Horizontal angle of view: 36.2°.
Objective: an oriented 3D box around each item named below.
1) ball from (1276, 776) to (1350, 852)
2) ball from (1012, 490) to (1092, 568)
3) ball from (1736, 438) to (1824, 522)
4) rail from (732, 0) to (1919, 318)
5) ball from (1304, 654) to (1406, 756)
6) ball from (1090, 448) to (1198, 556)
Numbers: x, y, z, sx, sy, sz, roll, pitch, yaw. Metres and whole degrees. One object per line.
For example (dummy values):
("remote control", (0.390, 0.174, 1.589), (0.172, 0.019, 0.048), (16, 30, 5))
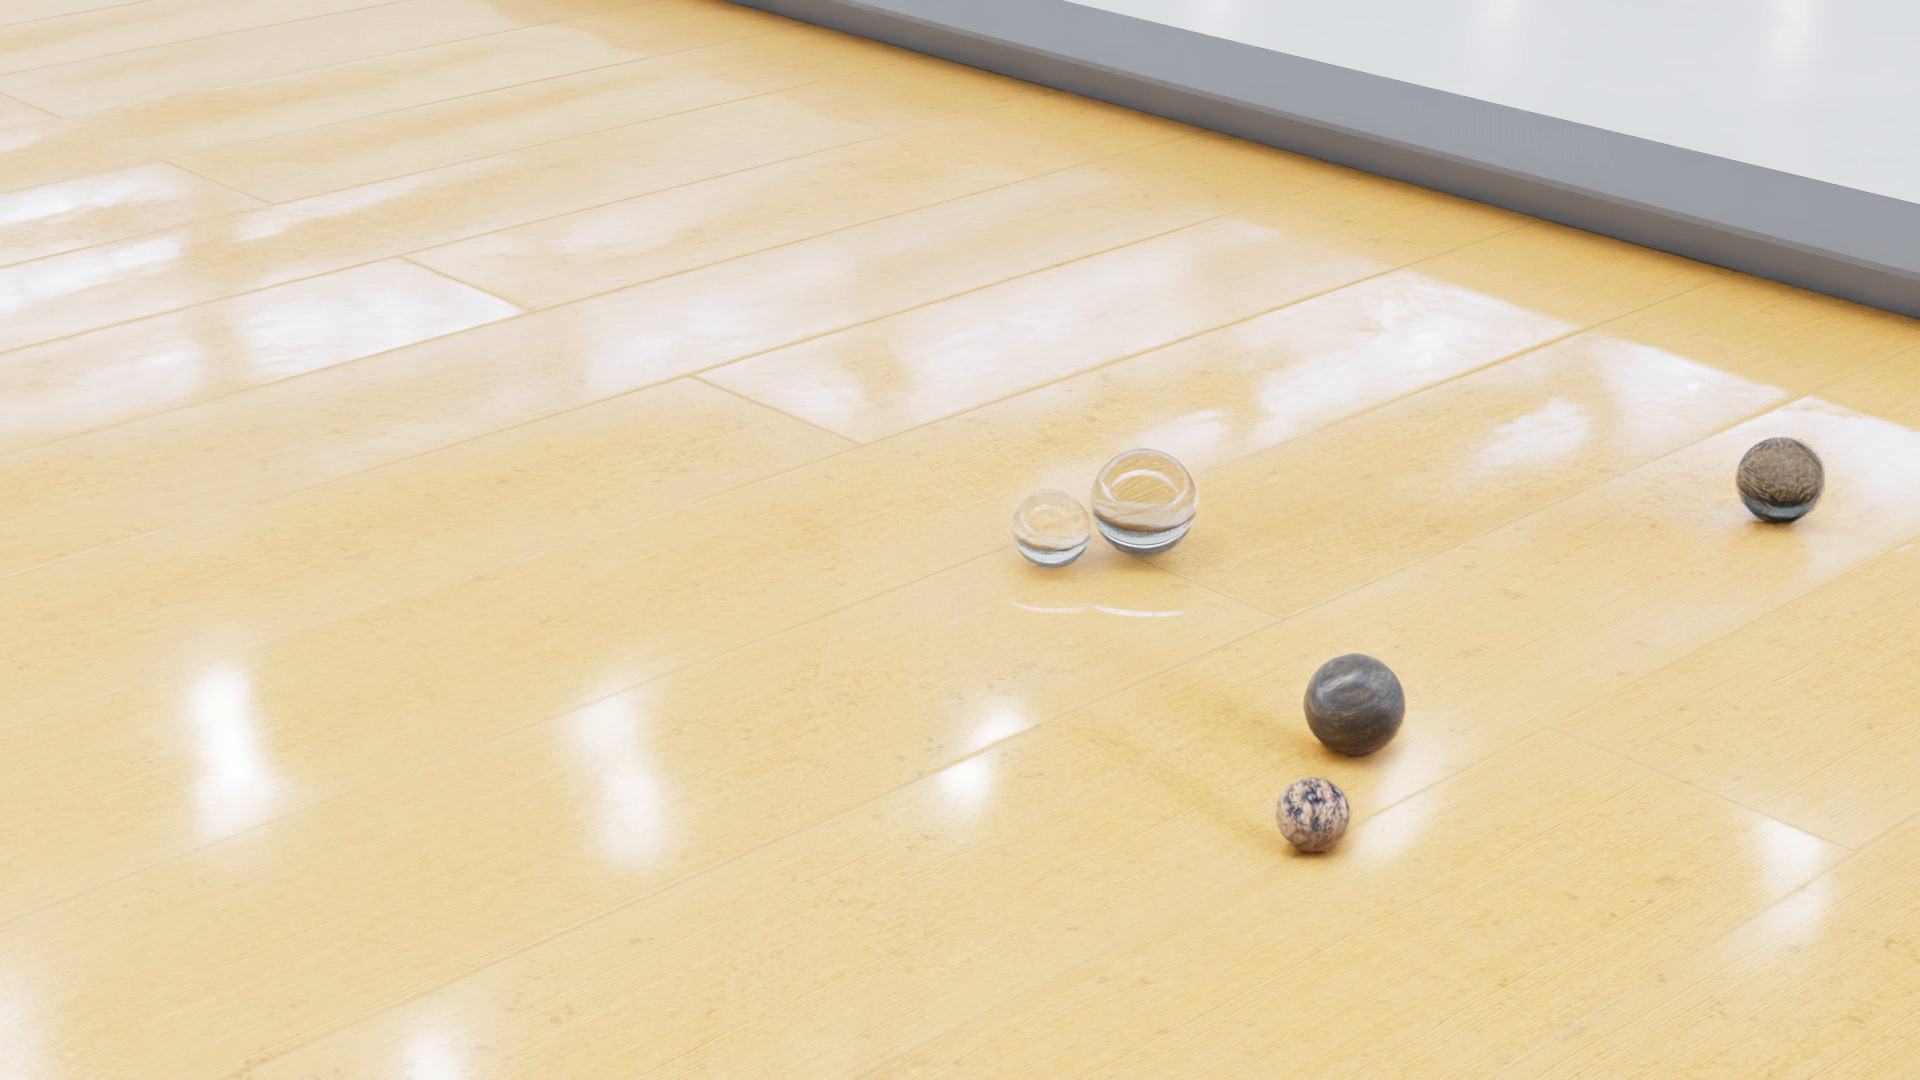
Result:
("ball", (0.233, 0.181, 1.944), (0.050, 0.050, 0.050), (0, 23, 0))
("ball", (0.073, -0.009, 2.365), (0.064, 0.064, 0.064), (0, 23, 0))
("ball", (0.683, -0.050, 2.451), (0.072, 0.072, 0.072), (0, 23, 0))
("rail", (0.128, -0.615, 3.700), (0.045, 0.114, 4.029), (-20, 31, -39))
("ball", (0.278, 0.116, 2.068), (0.071, 0.071, 0.071), (0, 23, 0))
("ball", (0.149, -0.031, 2.385), (0.088, 0.088, 0.088), (0, 23, 0))
